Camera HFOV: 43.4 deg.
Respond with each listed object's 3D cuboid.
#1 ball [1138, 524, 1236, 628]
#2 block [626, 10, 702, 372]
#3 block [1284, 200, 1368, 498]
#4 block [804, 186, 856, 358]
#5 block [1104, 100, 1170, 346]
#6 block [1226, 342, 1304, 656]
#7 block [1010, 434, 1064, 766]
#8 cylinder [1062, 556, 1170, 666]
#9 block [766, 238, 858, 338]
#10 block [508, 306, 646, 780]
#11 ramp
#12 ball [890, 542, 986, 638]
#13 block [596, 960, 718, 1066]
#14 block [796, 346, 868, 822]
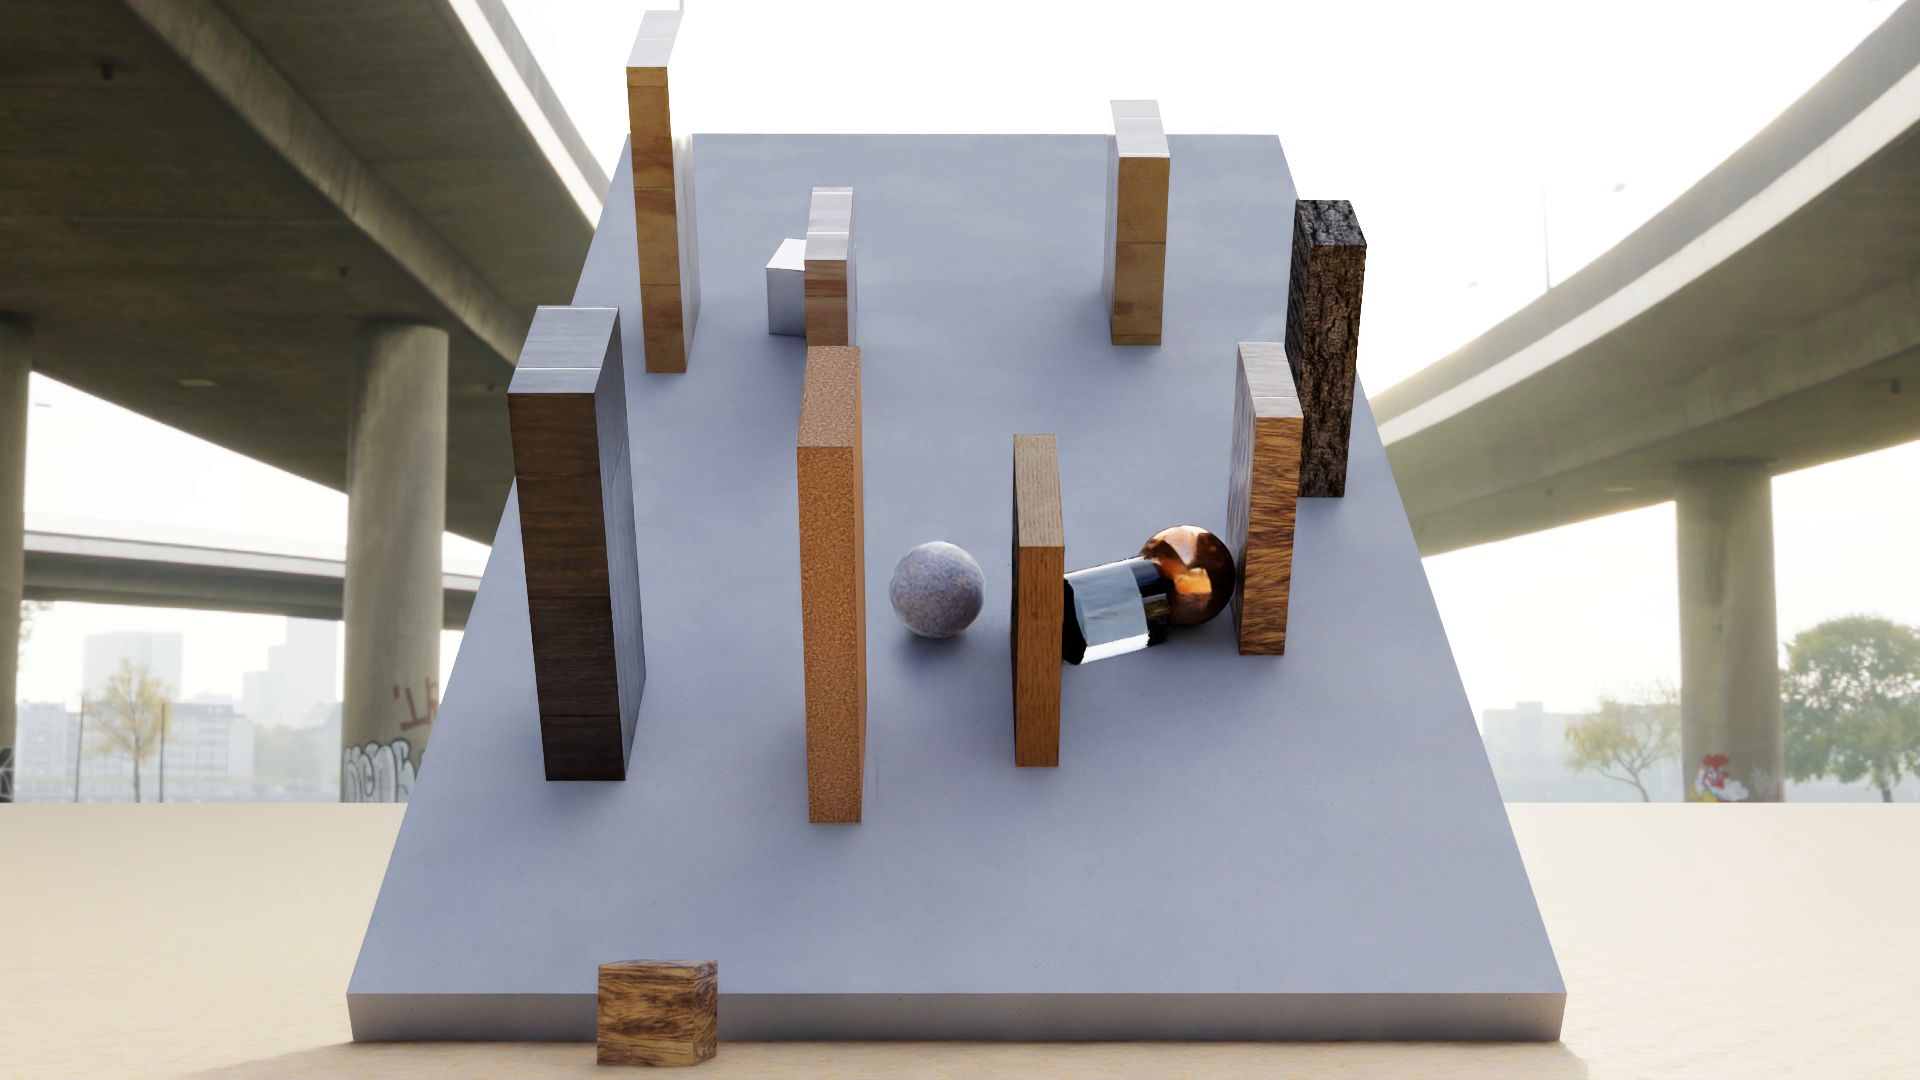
[{"bbox_3d":[0.457,0.073,4.911,0.208,0.208,0.208,0,-6,0],"label":"ball"},{"bbox_3d":[-0.725,-0.858,5.947,0.097,0.784,0.425,0,30,0],"label":"block"},{"bbox_3d":[0.802,-0.425,5.375,0.121,0.611,0.257,0,30,0],"label":"block"},{"bbox_3d":[-0.310,-0.574,5.824,0.097,0.415,0.448,0,30,0],"label":"block"},{"bbox_3d":[0.446,-0.813,6.158,0.123,0.503,0.414,0,30,0],"label":"block"},{"bbox_3d":[0.606,-0.083,4.856,0.089,0.535,0.331,0,30,0],"label":"block"},{"bbox_3d":[0.144,0.110,4.577,0.080,0.475,0.432,0,30,0],"label":"block"},{"bbox_3d":[0.294,0.141,4.818,0.184,0.184,0.184,-12,-1,-21],"label":"cylinder"},{"bbox_3d":[-0.377,-0.641,6.171,0.186,0.186,0.186,6,30,10],"label":"block"},{"bbox_3d":[-0.692,0.010,4.419,0.146,0.800,0.354,0,30,0],"label":"block"},{"bbox_3d":[-0.013,-0.211,5.711,2.000,0.100,4.000,0,30,0],"label":"ramp"},{"bbox_3d":[-0.046,0.101,4.873,0.195,0.195,0.195,0,-6,0],"label":"ball"},{"bbox_3d":[-0.462,0.722,3.696,0.148,0.148,0.148,-1,-6,8],"label":"block"},{"bbox_3d":[-0.225,0.082,4.331,0.093,0.766,0.387,0,30,0],"label":"block"}]
